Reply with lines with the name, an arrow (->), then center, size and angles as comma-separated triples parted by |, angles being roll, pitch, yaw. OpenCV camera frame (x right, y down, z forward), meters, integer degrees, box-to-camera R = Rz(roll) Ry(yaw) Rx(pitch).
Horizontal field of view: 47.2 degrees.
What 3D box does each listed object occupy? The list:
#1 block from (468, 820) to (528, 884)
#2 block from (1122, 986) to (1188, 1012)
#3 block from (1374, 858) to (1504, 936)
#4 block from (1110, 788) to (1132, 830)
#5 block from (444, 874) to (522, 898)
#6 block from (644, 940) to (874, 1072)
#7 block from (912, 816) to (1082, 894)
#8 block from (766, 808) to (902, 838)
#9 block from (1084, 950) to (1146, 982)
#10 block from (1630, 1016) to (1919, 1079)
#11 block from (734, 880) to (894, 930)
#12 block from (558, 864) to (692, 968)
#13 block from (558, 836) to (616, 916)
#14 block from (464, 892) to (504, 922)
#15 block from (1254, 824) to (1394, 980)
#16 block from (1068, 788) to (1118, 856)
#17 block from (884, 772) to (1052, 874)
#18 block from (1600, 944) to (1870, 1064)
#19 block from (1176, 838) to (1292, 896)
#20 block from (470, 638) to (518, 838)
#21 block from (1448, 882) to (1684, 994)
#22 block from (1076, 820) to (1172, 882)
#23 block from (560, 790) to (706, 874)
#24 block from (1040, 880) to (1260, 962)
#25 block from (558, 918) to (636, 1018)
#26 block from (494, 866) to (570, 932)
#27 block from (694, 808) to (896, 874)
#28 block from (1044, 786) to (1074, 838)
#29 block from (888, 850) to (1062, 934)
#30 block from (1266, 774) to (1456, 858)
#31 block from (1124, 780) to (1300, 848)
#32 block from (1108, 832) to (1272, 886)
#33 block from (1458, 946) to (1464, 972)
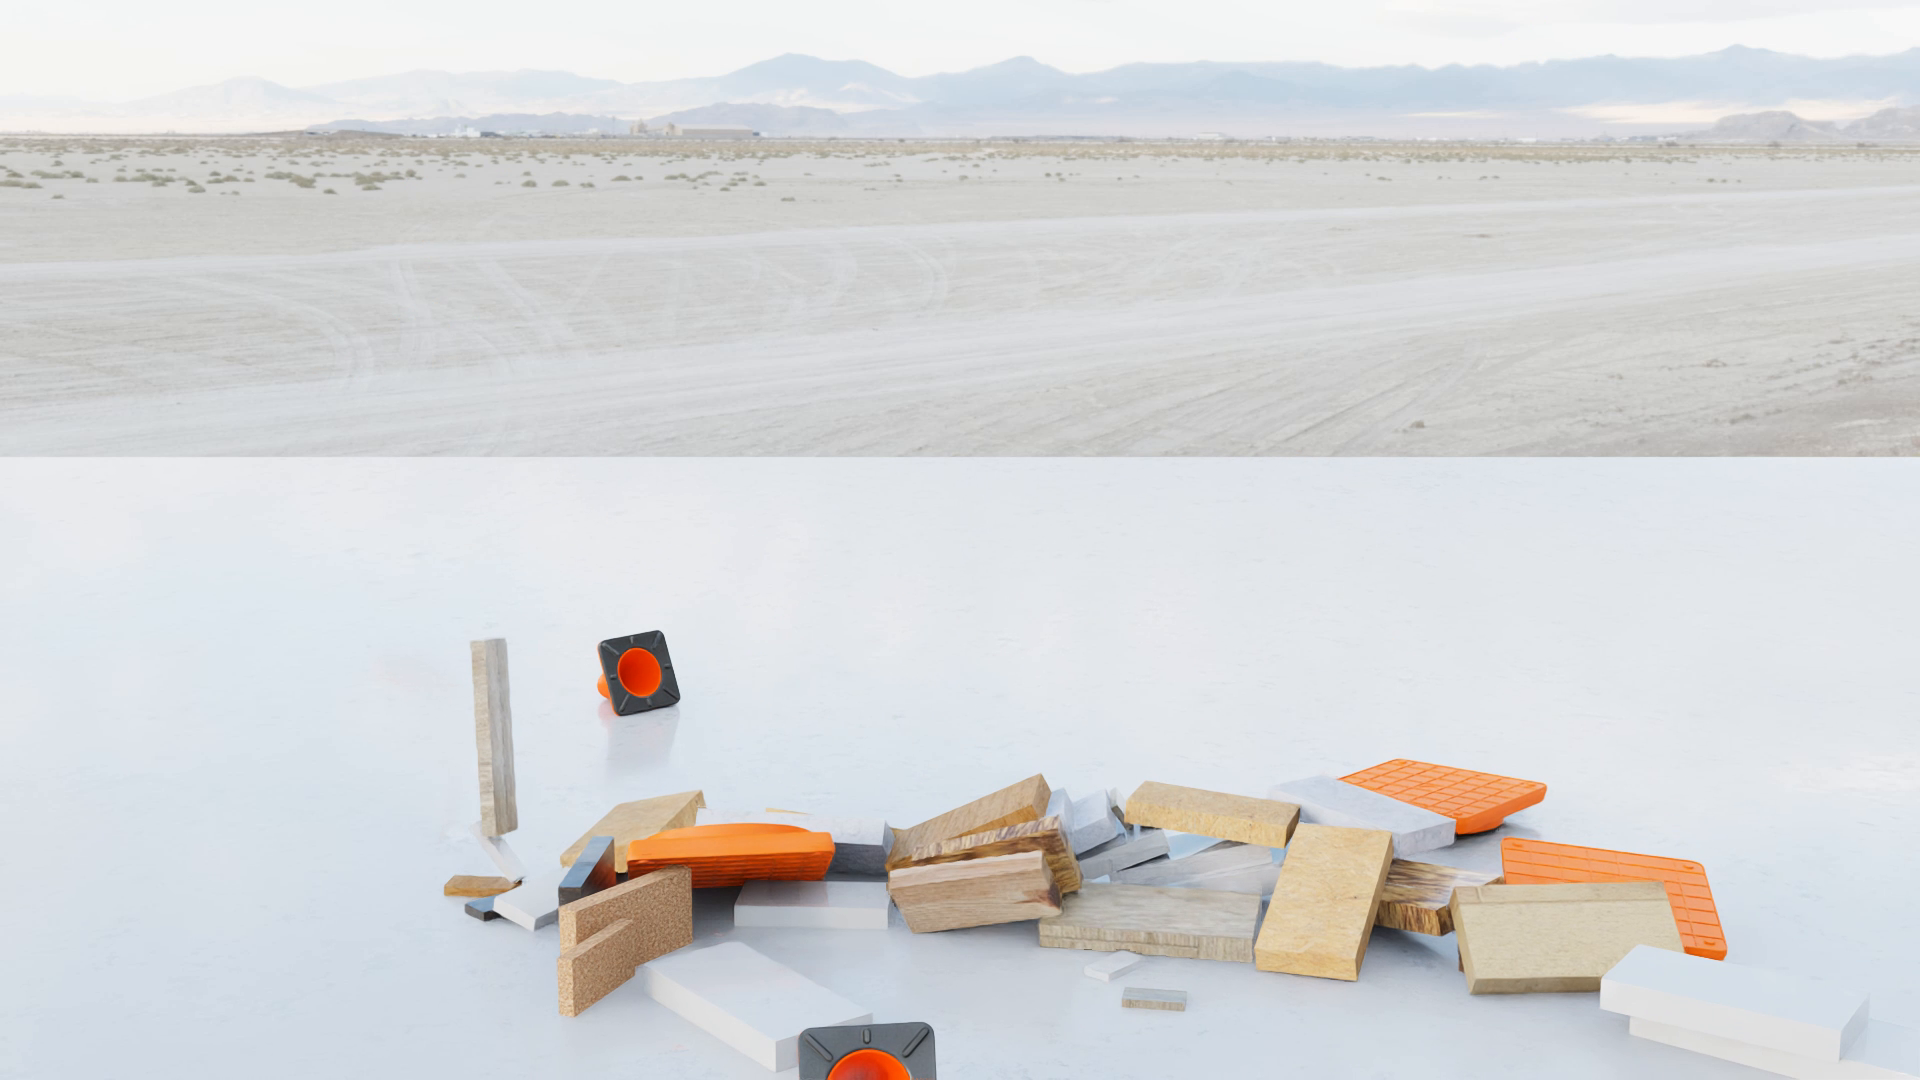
block -> -0.765, 0.515, 3.646 | 0.016, 0.116, 0.058 | -40, -5, 6
block -> 0.284, 0.669, 3.206 | 0.092, 0.013, 0.046 | 2, 11, 10
block -> 0.700, 0.562, 3.500 | 0.153, 0.043, 0.305 | -19, 10, -33
block -> 0.270, 0.451, 3.695 | 0.013, 0.046, 0.092 | -33, 9, 9
block -> -0.797, 0.580, 3.679 | 0.116, 0.016, 0.058 | 1, 11, 6
block -> -0.293, 0.663, 3.151 | 0.161, 0.046, 0.354 | -8, 13, -37
block -> 0.060, 0.523, 3.503 | 0.245, 0.122, 0.035 | -15, 25, 15
block -> -0.211, 0.512, 3.888 | 0.245, 0.035, 0.122 | 5, -8, 27
block -> 0.236, 0.646, 3.333 | 0.046, 0.013, 0.092 | 9, 14, 42
block -> 1.182, 0.691, 3.003 | 0.488, 0.045, 0.160 | 9, 13, 39
block -> -0.234, 0.591, 3.568 | 0.246, 0.035, 0.123 | 1, 11, 4
block -> -0.506, 0.587, 3.349 | 0.035, 0.123, 0.246 | 8, 13, 36
block -> -0.586, 0.565, 3.469 | 0.035, 0.123, 0.246 | 1, 11, 3
block -> -0.744, 0.595, 3.595 | 0.116, 0.016, 0.058 | -10, 14, -43
block -> 0.569, 0.558, 3.417 | 0.153, 0.043, 0.305 | 2, 32, 22
block -> 0.128, 0.509, 3.660 | 0.274, 0.039, 0.137 | -26, 11, 8
block -> 0.014, 0.480, 3.653 | 0.274, 0.039, 0.137 | -24, 11, 15
block -> 1.070, 0.637, 3.042 | 0.320, 0.045, 0.160 | 7, 13, 34
block -> 0.516, 0.540, 3.636 | 0.305, 0.043, 0.153 | -11, 8, 11
block -> -0.771, 0.325, 3.642 | 0.025, 0.322, 0.087 | -4, -1, 13
block -> 0.908, 0.593, 3.284 | 0.319, 0.045, 0.160 | -1, 48, -3
block -> 0.211, 0.526, 3.663 | 0.266, 0.038, 0.133 | -20, 11, 1
block -> -0.566, 0.513, 3.843 | 0.161, 0.046, 0.322 | -11, 7, 11
block -> 0.300, 0.596, 3.452 | 0.329, 0.040, 0.143 | 2, 21, 13
block -> -0.533, 0.627, 3.231 | 0.025, 0.087, 0.174 | 4, 11, 21
block -> -0.667, 0.584, 3.581 | 0.087, 0.025, 0.174 | 21, 19, 27
block -> -0.273, 0.512, 3.725 | 0.322, 0.046, 0.161 | 2, -26, 10
block -> 0.058, 0.504, 3.641 | 0.274, 0.039, 0.137 | -26, 11, 8
block -> 0.025, 0.550, 3.428 | 0.245, 0.122, 0.035 | -10, 43, 14
block -> 0.665, 0.458, 3.664 | 0.143, 0.040, 0.285 | -6, 15, -40
block -> 0.419, 0.453, 3.639 | 0.266, 0.038, 0.133 | 7, 11, 17
block -> 0.380, 0.525, 3.661 | 0.266, 0.038, 0.133 | -13, 8, 5
block -> 0.840, 0.638, 3.348 | 0.157, 0.022, 0.079 | 2, 11, 12
